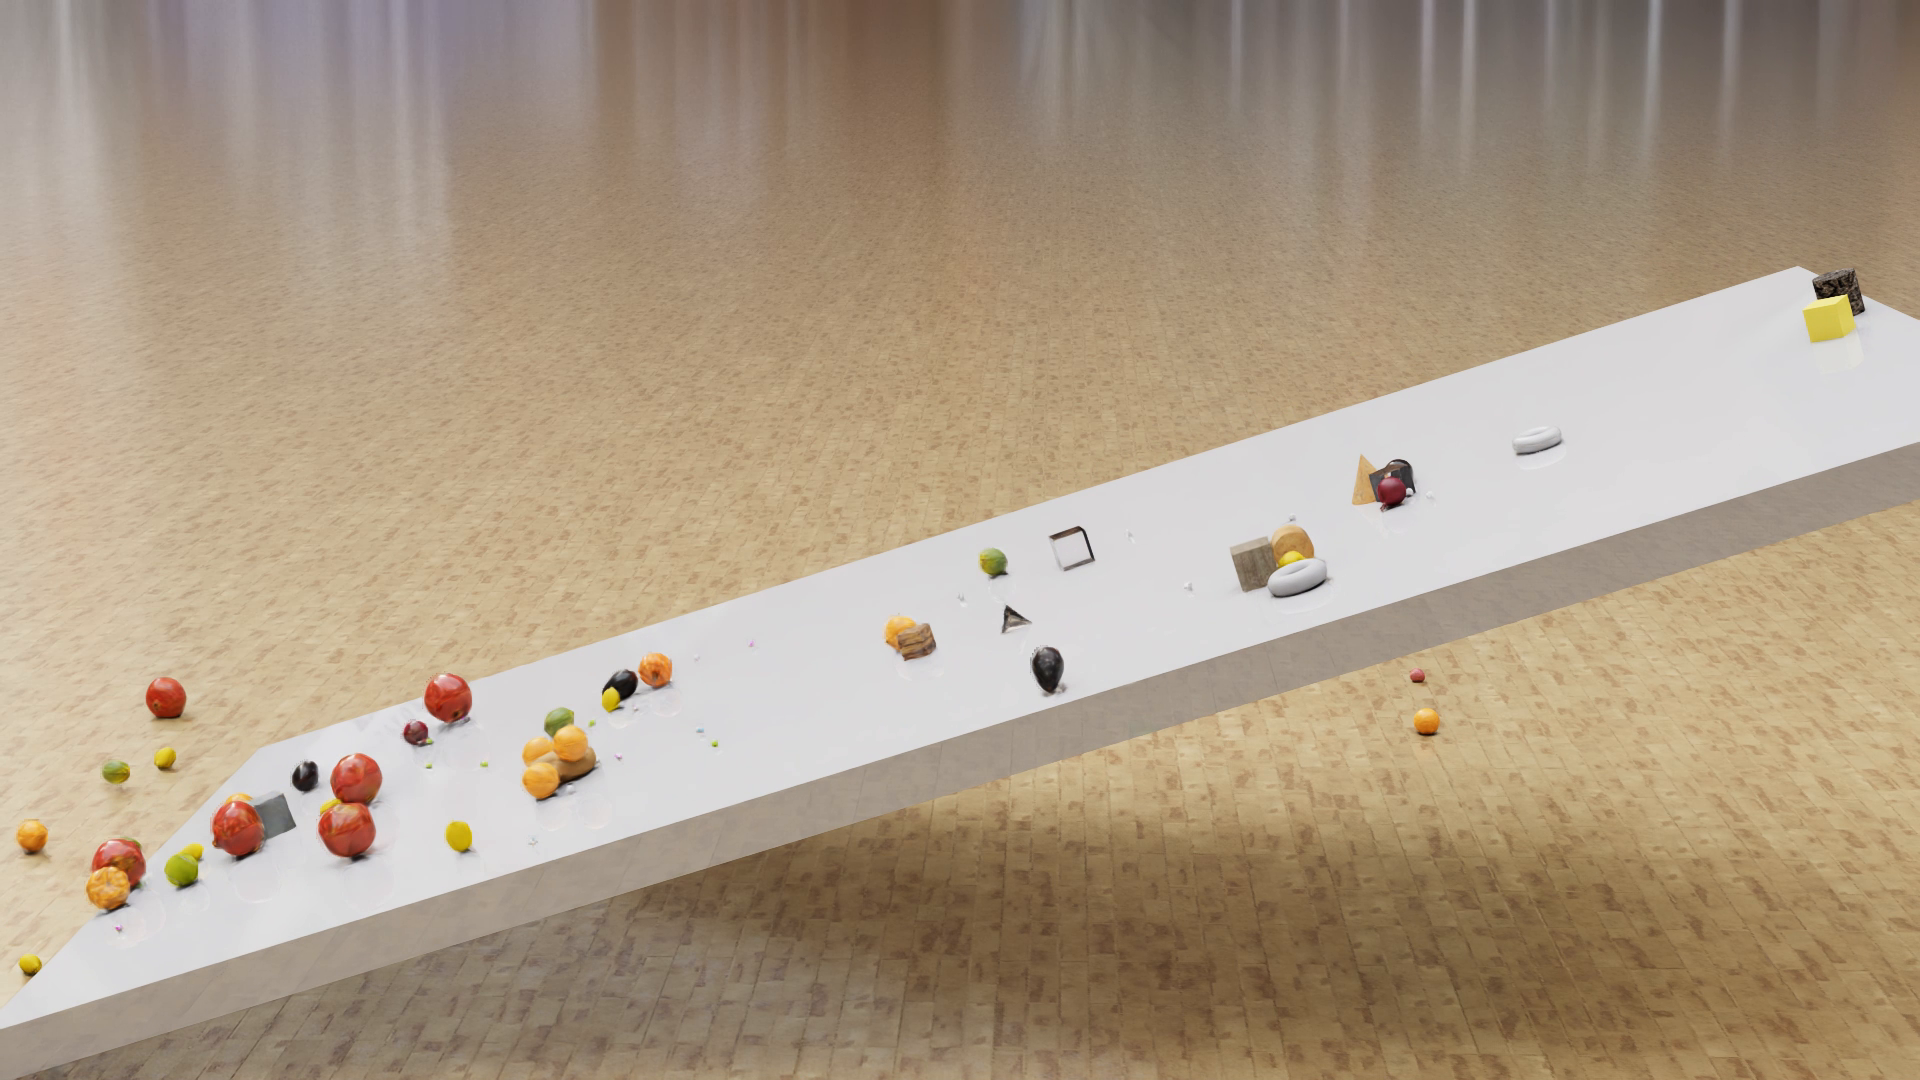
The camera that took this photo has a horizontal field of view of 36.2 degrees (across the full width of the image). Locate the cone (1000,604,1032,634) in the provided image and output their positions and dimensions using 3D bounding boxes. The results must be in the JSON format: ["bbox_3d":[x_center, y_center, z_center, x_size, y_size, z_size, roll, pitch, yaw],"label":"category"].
[{"bbox_3d":[0.119,0.166,6.010,0.063,0.063,0.063,8,11,-2],"label":"cone"}]

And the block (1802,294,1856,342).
[{"bbox_3d":[1.836,-0.467,6.212,0.073,0.073,0.073,-10,14,40],"label":"block"}]

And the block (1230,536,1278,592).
[{"bbox_3d":[0.573,0.047,5.710,0.078,0.078,0.078,-17,11,5],"label":"block"}]

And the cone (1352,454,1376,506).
[{"bbox_3d":[0.848,-0.135,6.123,0.097,0.097,0.097,-18,10,3],"label":"cone"}]

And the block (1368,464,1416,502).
[{"bbox_3d":[0.890,-0.116,6.056,0.061,0.061,0.061,-23,11,-22],"label":"block"}]

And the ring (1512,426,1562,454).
[{"bbox_3d":[1.192,-0.208,6.082,0.106,0.035,0.106,-17,11,3],"label":"ring"}]

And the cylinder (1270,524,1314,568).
[{"bbox_3d":[0.648,0.016,5.740,0.079,0.079,0.079,0,12,2],"label":"cylinder"}]

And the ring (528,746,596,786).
[{"bbox_3d":[-0.816,0.463,6.027,0.146,0.049,0.146,-17,11,3],"label":"ring"}]

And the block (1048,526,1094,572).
[{"bbox_3d":[0.244,0.019,6.433,0.072,0.072,0.072,-20,11,-7],"label":"block"}]

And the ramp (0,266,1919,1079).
[{"bbox_3d":[0.102,0.182,6.309,4.000,0.100,2.000,-17,11,5],"label":"ramp"}]

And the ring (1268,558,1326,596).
[{"bbox_3d":[0.640,0.071,5.578,0.118,0.039,0.118,-21,11,5],"label":"ring"}]

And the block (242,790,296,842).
[{"bbox_3d":[-1.506,0.601,6.409,0.079,0.079,0.079,-23,11,-24],"label":"block"}]

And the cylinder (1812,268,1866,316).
[{"bbox_3d":[1.903,-0.530,6.370,0.092,0.092,0.092,-18,10,3],"label":"cylinder"}]

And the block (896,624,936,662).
[{"bbox_3d":[-0.089,0.210,6.066,0.055,0.055,0.055,-14,11,23],"label":"block"}]
